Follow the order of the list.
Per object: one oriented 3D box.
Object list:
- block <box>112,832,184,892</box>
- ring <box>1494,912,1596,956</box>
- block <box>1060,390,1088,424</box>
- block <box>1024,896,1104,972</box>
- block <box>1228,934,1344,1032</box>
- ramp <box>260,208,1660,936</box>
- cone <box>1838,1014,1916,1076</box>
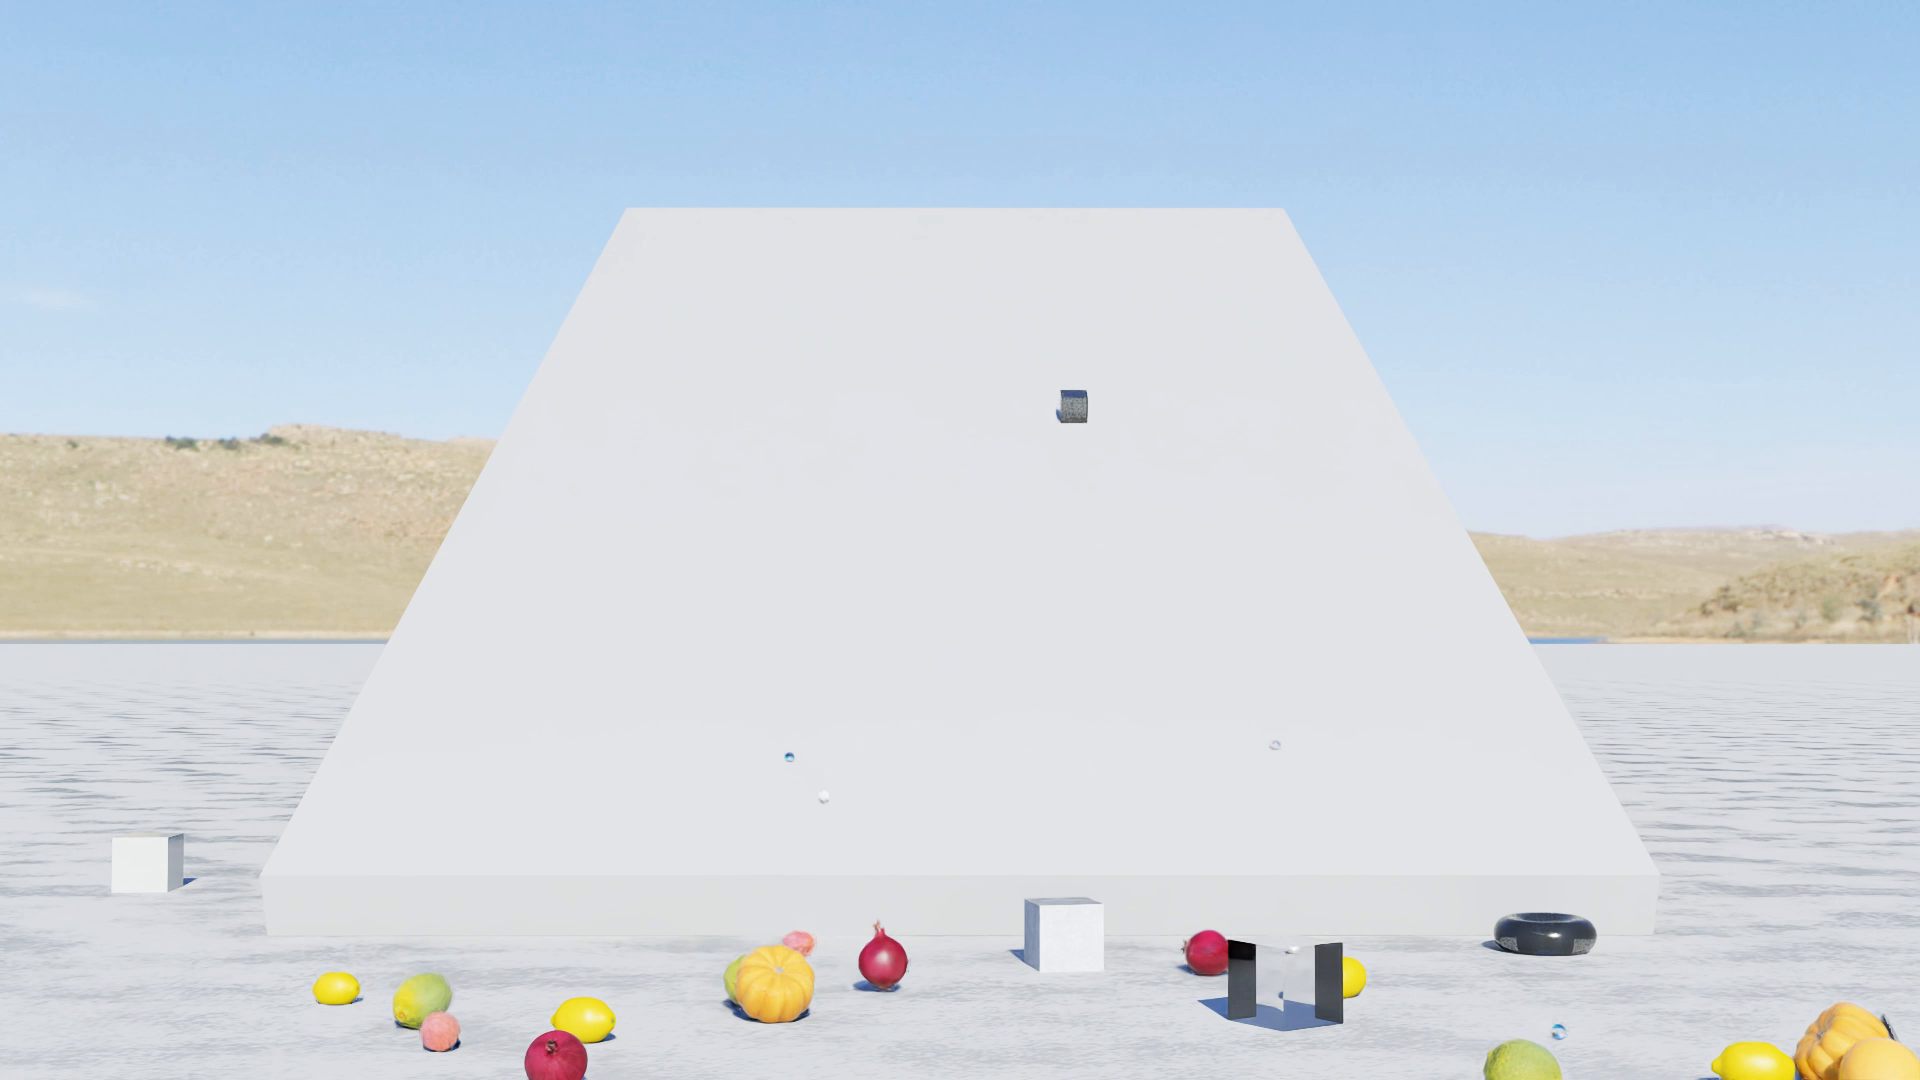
[{"bbox_3d":[-1.388,0.551,3.922,0.092,0.092,0.092,0,-2,-3],"label":"block"},{"bbox_3d":[0.805,0.542,3.157,0.139,0.046,0.139,-1,-1,0],"label":"ring"},{"bbox_3d":[0.255,-0.298,5.133,0.059,0.059,0.059,0,22,0],"label":"block"},{"bbox_3d":[0.136,0.516,3.002,0.085,0.085,0.085,1,-2,-12],"label":"block"},{"bbox_3d":[0.364,0.495,2.571,0.091,0.091,0.091,2,-3,-35],"label":"block"},{"bbox_3d":[-0.006,-0.220,5.150,2.000,0.100,4.000,0,22,0],"label":"ramp"},{"bbox_3d":[0.900,0.513,2.275,0.065,0.065,0.065,-29,-12,18],"label":"cone"}]
